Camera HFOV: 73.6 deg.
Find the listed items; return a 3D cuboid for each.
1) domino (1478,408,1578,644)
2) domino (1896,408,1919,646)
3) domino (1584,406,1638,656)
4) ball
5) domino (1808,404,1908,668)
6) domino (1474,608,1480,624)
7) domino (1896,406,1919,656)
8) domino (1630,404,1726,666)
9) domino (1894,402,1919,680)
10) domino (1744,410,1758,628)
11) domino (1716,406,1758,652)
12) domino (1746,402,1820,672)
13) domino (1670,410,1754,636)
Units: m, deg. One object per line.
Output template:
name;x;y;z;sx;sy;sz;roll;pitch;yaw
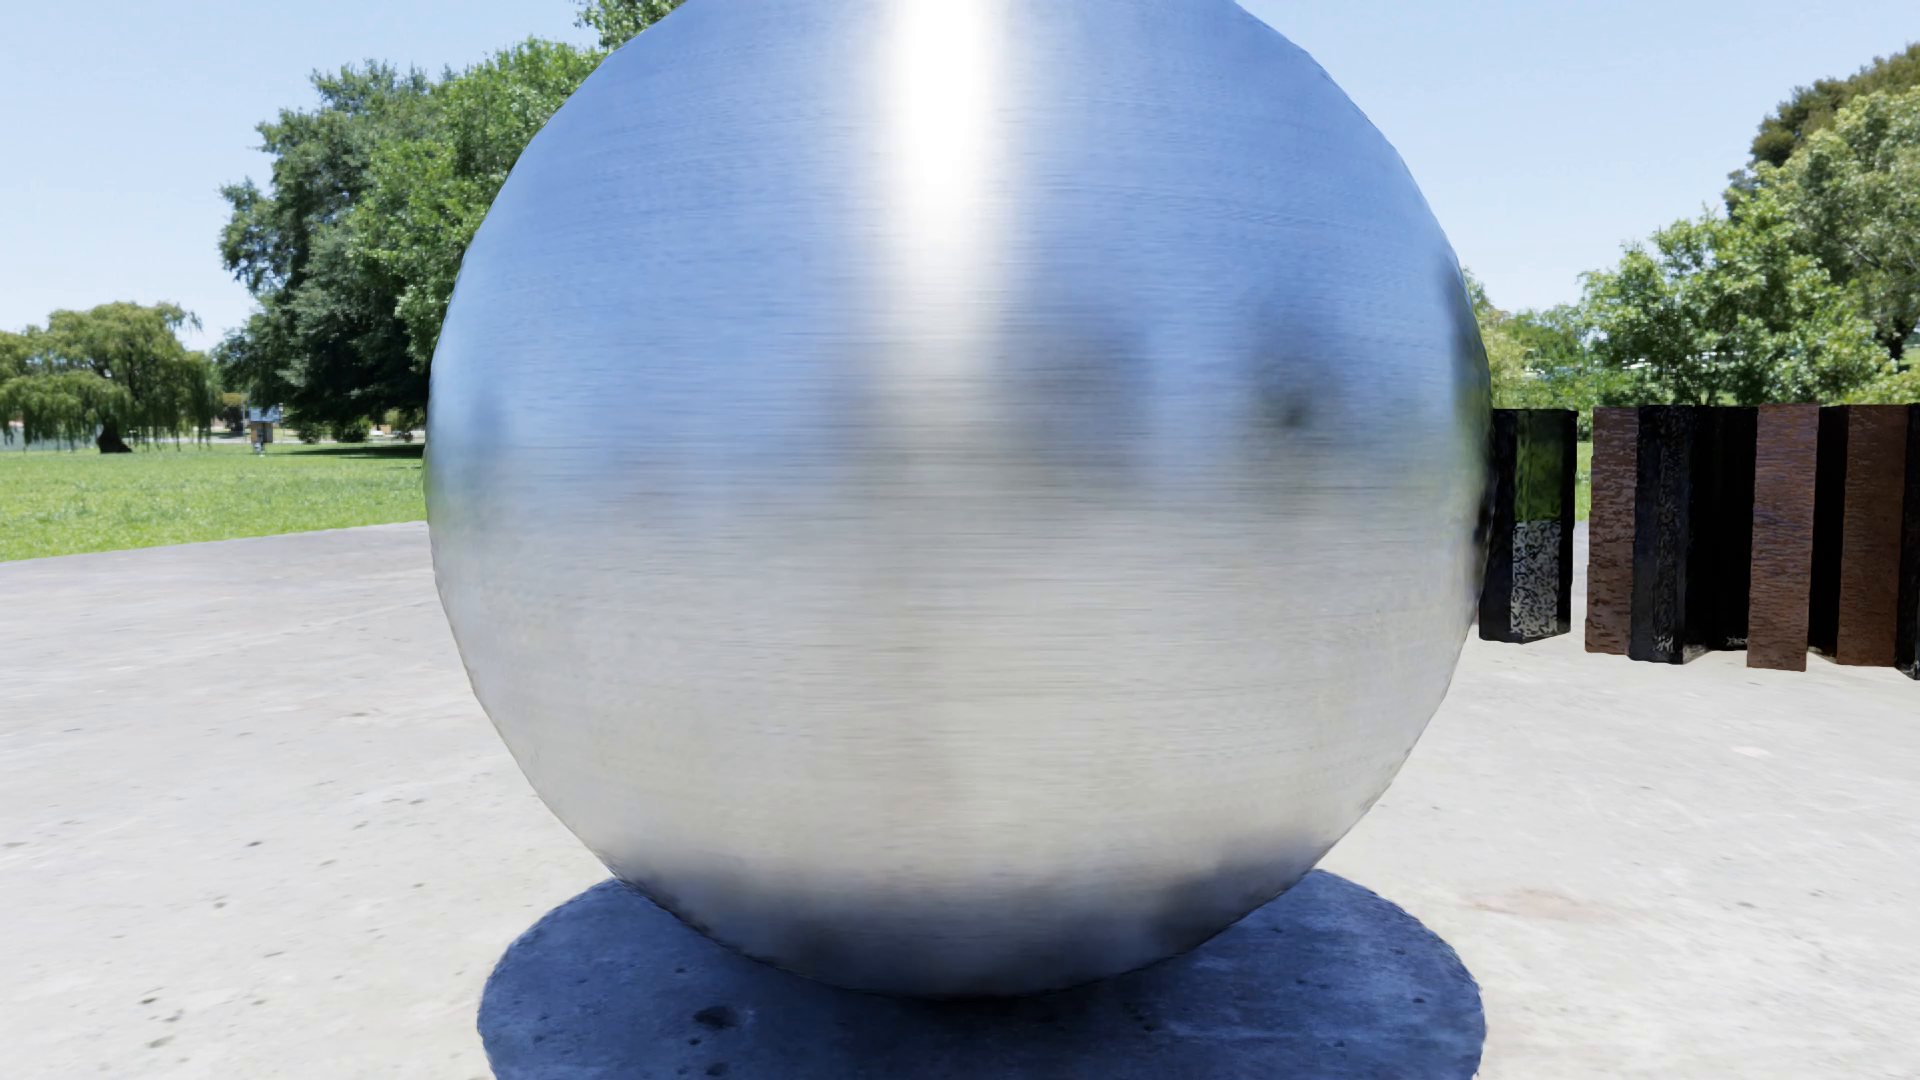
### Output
domino;0.126;-0.004;0.283;0.025;0.050;0.009;-4;6;-43
domino;0.203;-0.003;0.274;0.025;0.050;0.010;1;4;10
domino;0.140;-0.003;0.267;0.009;0.050;0.025;4;6;43
ball;0.000;-0.005;0.103;0.080;0.080;0.080;0;4;0
domino;0.177;-0.002;0.256;0.009;0.050;0.025;1;5;18
domino;0.112;-0.005;0.297;0.025;0.050;0.010;-4;6;-44
domino;0.198;-0.002;0.257;0.010;0.050;0.025;-3;5;-38
domino;0.144;-0.002;0.257;0.009;0.050;0.025;4;6;43
domino;0.181;0.000;0.238;0.010;0.050;0.025;2;5;25
domino;0.183;-0.005;0.305;0.010;0.050;0.025;-2;5;-21
domino;0.167;-0.003;0.270;0.025;0.050;0.009;-2;5;-23
domino;0.161;-0.001;0.251;0.009;0.050;0.025;3;5;34
domino;0.164;-0.004;0.292;0.025;0.050;0.009;2;5;26
